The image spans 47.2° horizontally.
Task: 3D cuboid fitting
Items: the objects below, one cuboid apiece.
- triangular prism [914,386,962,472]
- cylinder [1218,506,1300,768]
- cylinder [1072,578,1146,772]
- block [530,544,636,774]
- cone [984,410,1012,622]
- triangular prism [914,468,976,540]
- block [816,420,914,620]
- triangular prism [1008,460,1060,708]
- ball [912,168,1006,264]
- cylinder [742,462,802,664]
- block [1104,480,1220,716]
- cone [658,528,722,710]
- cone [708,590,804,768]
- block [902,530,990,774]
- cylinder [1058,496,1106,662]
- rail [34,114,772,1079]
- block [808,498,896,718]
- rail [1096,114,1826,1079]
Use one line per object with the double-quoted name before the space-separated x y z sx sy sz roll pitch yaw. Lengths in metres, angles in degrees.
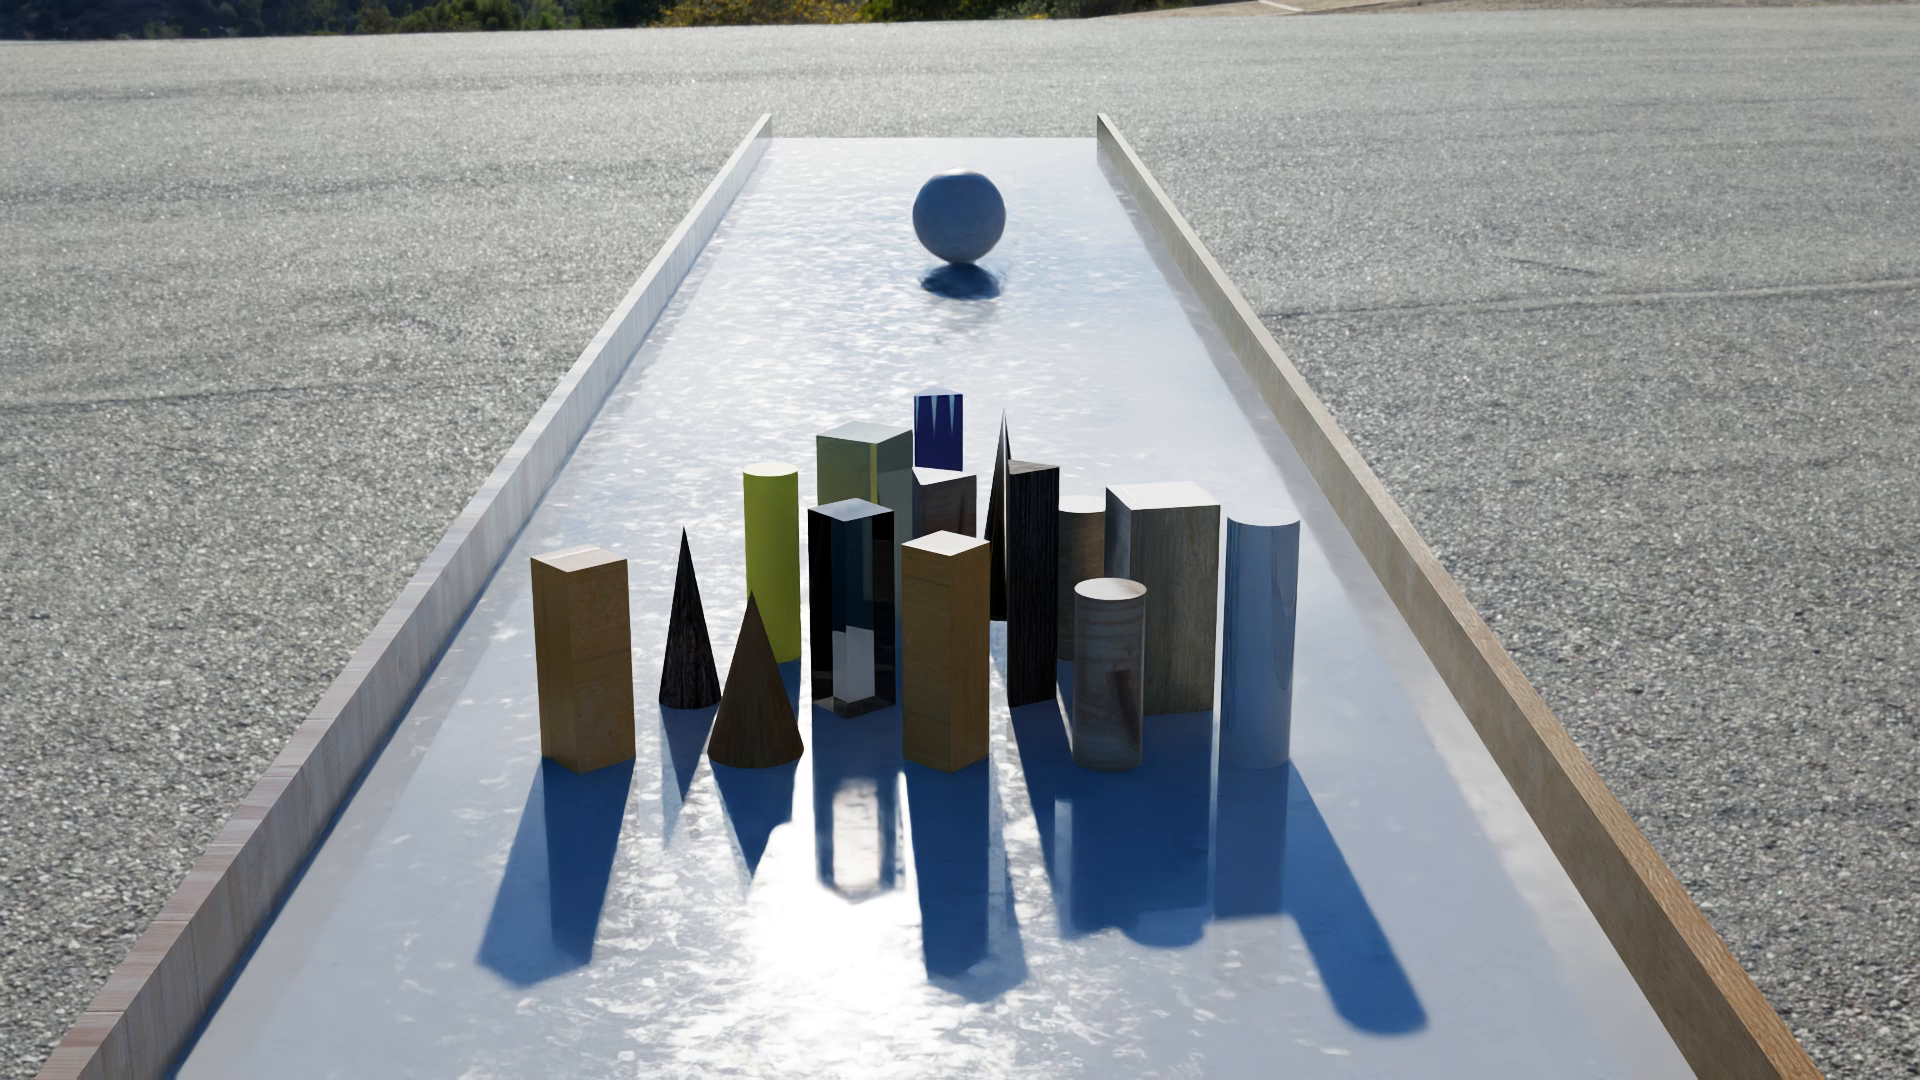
"triangular prism" -0.055 -0.124 4.891 0.106 0.428 0.092 -3 17 -10
"cylinder" 0.526 0.171 3.870 0.126 0.445 0.126 0 17 0
"cylinder" 0.262 0.237 3.872 0.125 0.318 0.125 0 17 0
"block" -0.663 0.208 3.875 0.121 0.371 0.121 -14 22 -39
"cone" 0.092 -0.064 4.646 0.130 0.454 0.130 0 17 0
"triangular prism" -0.056 0.053 4.372 0.135 0.385 0.117 -13 21 -36
"block" -0.198 -0.035 4.643 0.147 0.399 0.147 9 19 28
"triangular prism" 0.116 0.079 4.159 0.106 0.457 0.092 -10 19 -29
"ball" -0.004 -1.328 9.012 0.387 0.387 0.387 0 17 0
"cylinder" -0.374 0.045 4.395 0.109 0.387 0.109 0 17 0
"block" 0.377 0.109 4.151 0.171 0.403 0.171 -3 17 -12
"cone" -0.516 0.136 4.160 0.122 0.348 0.122 0 17 0
"cone" -0.367 0.232 3.914 0.176 0.304 0.176 0 17 0
"block" -0.024 0.196 3.867 0.109 0.399 0.109 13 21 37
"cylinder" 0.243 0.076 4.425 0.131 0.310 0.131 0 17 0
"rail" -1.118 -0.838 7.780 0.050 0.150 12.000 0 17 -1
"block" -0.203 0.127 4.127 0.115 0.383 0.115 -13 21 -38
"rail" 0.932 -0.844 7.801 0.050 0.150 12.000 0 17 -1
